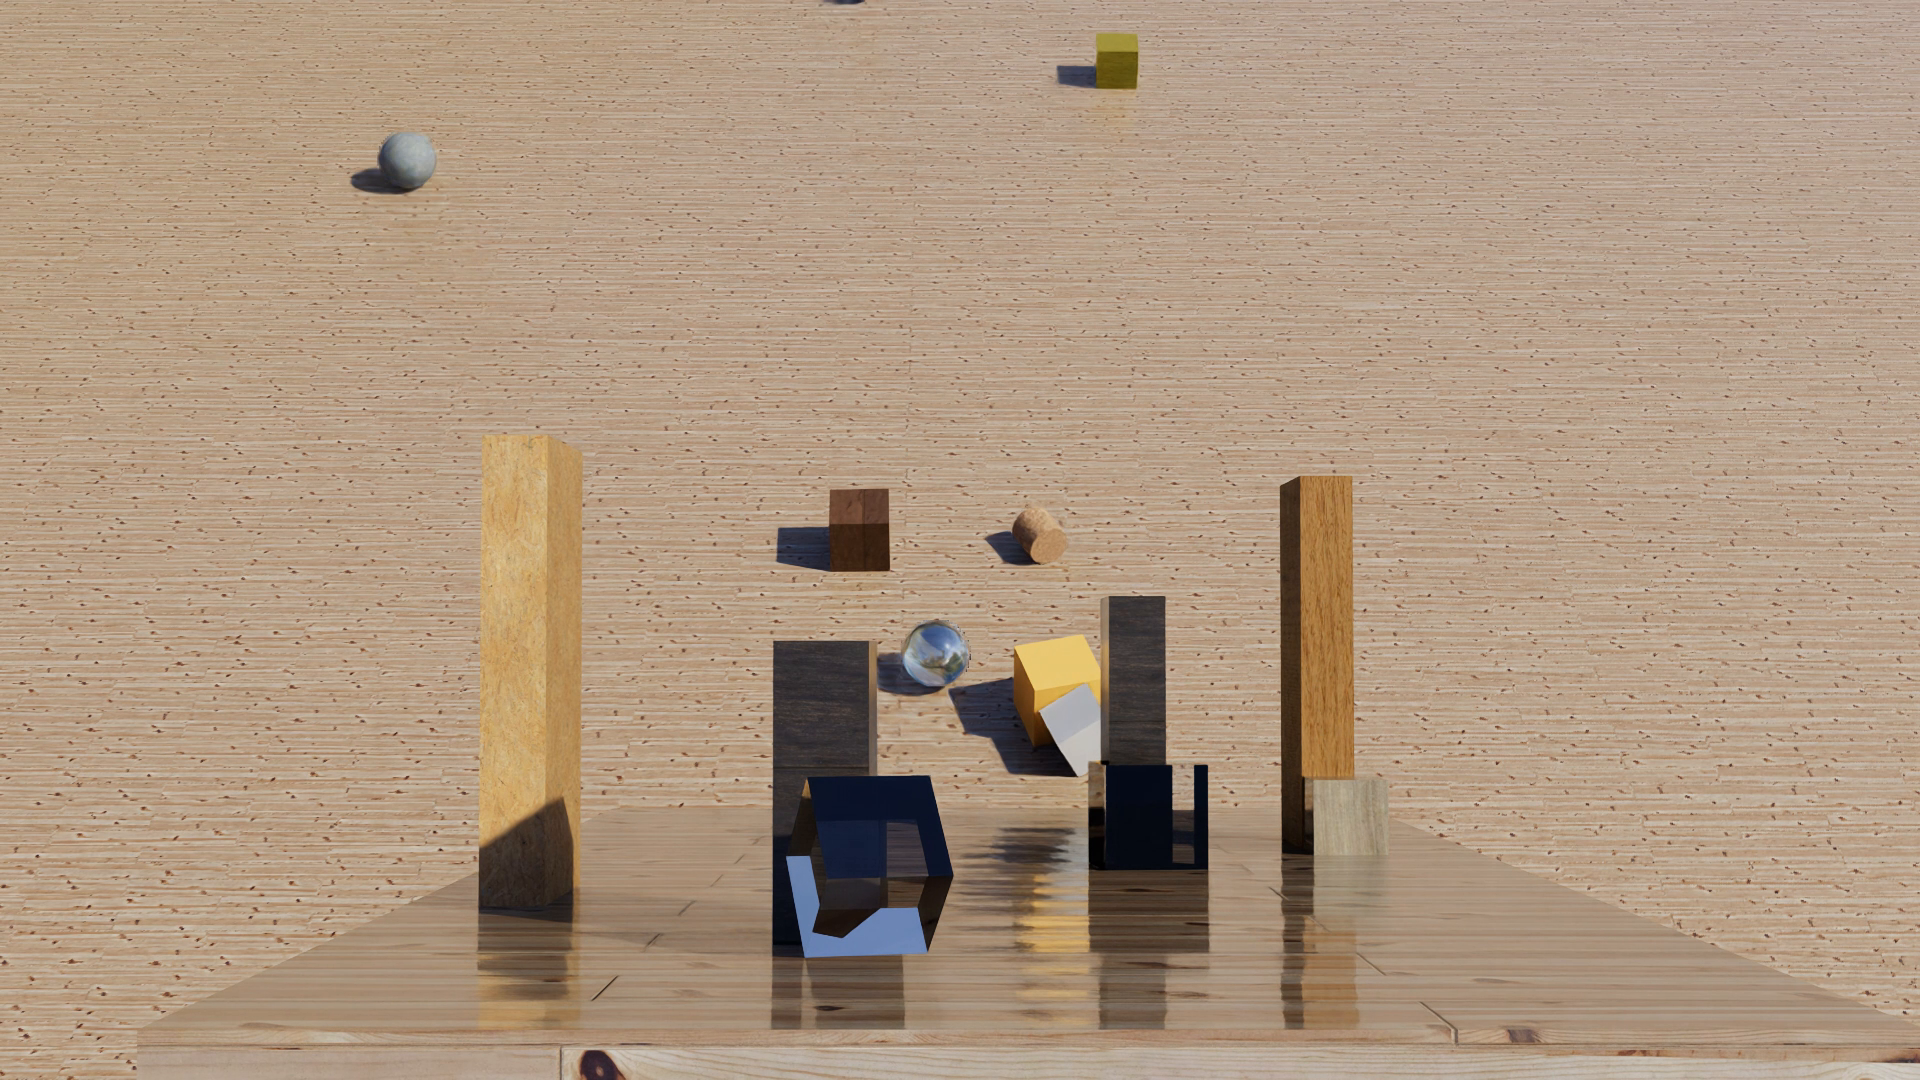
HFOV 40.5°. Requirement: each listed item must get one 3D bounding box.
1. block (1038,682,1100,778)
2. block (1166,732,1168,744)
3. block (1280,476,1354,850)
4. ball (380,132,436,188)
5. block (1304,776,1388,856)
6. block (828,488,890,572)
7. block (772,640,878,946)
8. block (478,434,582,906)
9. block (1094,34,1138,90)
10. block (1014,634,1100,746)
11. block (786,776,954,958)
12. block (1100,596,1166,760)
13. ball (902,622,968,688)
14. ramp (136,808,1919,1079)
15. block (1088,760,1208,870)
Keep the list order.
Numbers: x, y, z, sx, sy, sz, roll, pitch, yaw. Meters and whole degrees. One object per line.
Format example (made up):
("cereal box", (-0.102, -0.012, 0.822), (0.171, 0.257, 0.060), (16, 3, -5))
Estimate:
("block", (0.335, 0.520, 7.124), (0.151, 0.151, 0.151), (-31, 40, 2))
("block", (0.508, 0.546, 7.164), (0.112, 0.112, 0.112), (-1, 37, -2))
("block", (0.779, 0.266, 5.691), (0.111, 0.792, 0.353), (0, -2, 0))
("ball", (-2.070, -1.425, 9.746), (0.209, 0.209, 0.209), (0, 37, 0))
("block", (0.804, 0.574, 5.424), (0.154, 0.154, 0.154), (0, -2, 0))
("block", (-0.304, -0.030, 7.886), (0.180, 0.180, 0.180), (-1, 37, -1))
("block", (-0.200, 0.371, 3.931), (0.138, 0.437, 0.384), (0, -2, 0))
("block", (-0.740, 0.223, 4.506), (0.109, 0.780, 0.403), (0, -2, 0))
("block", (0.629, -1.926, 10.461), (0.165, 0.165, 0.165), (1, 37, 1))
("block", (0.275, 0.419, 7.261), (0.201, 0.201, 0.201), (-9, 38, -12))
("block", (-0.128, 0.452, 3.607), (0.176, 0.176, 0.176), (1, 45, -17))
("block", (0.355, 0.383, 5.363), (0.114, 0.530, 0.314), (0, -2, 0))
("ball", (-0.071, 0.325, 7.399), (0.188, 0.188, 0.188), (0, 37, 0))
("ramp", (0.080, 0.680, 4.903), (2.000, 0.100, 4.000), (0, -2, 0))
("block", (0.367, 0.537, 5.092), (0.201, 0.201, 0.201), (0, -2, -6))
